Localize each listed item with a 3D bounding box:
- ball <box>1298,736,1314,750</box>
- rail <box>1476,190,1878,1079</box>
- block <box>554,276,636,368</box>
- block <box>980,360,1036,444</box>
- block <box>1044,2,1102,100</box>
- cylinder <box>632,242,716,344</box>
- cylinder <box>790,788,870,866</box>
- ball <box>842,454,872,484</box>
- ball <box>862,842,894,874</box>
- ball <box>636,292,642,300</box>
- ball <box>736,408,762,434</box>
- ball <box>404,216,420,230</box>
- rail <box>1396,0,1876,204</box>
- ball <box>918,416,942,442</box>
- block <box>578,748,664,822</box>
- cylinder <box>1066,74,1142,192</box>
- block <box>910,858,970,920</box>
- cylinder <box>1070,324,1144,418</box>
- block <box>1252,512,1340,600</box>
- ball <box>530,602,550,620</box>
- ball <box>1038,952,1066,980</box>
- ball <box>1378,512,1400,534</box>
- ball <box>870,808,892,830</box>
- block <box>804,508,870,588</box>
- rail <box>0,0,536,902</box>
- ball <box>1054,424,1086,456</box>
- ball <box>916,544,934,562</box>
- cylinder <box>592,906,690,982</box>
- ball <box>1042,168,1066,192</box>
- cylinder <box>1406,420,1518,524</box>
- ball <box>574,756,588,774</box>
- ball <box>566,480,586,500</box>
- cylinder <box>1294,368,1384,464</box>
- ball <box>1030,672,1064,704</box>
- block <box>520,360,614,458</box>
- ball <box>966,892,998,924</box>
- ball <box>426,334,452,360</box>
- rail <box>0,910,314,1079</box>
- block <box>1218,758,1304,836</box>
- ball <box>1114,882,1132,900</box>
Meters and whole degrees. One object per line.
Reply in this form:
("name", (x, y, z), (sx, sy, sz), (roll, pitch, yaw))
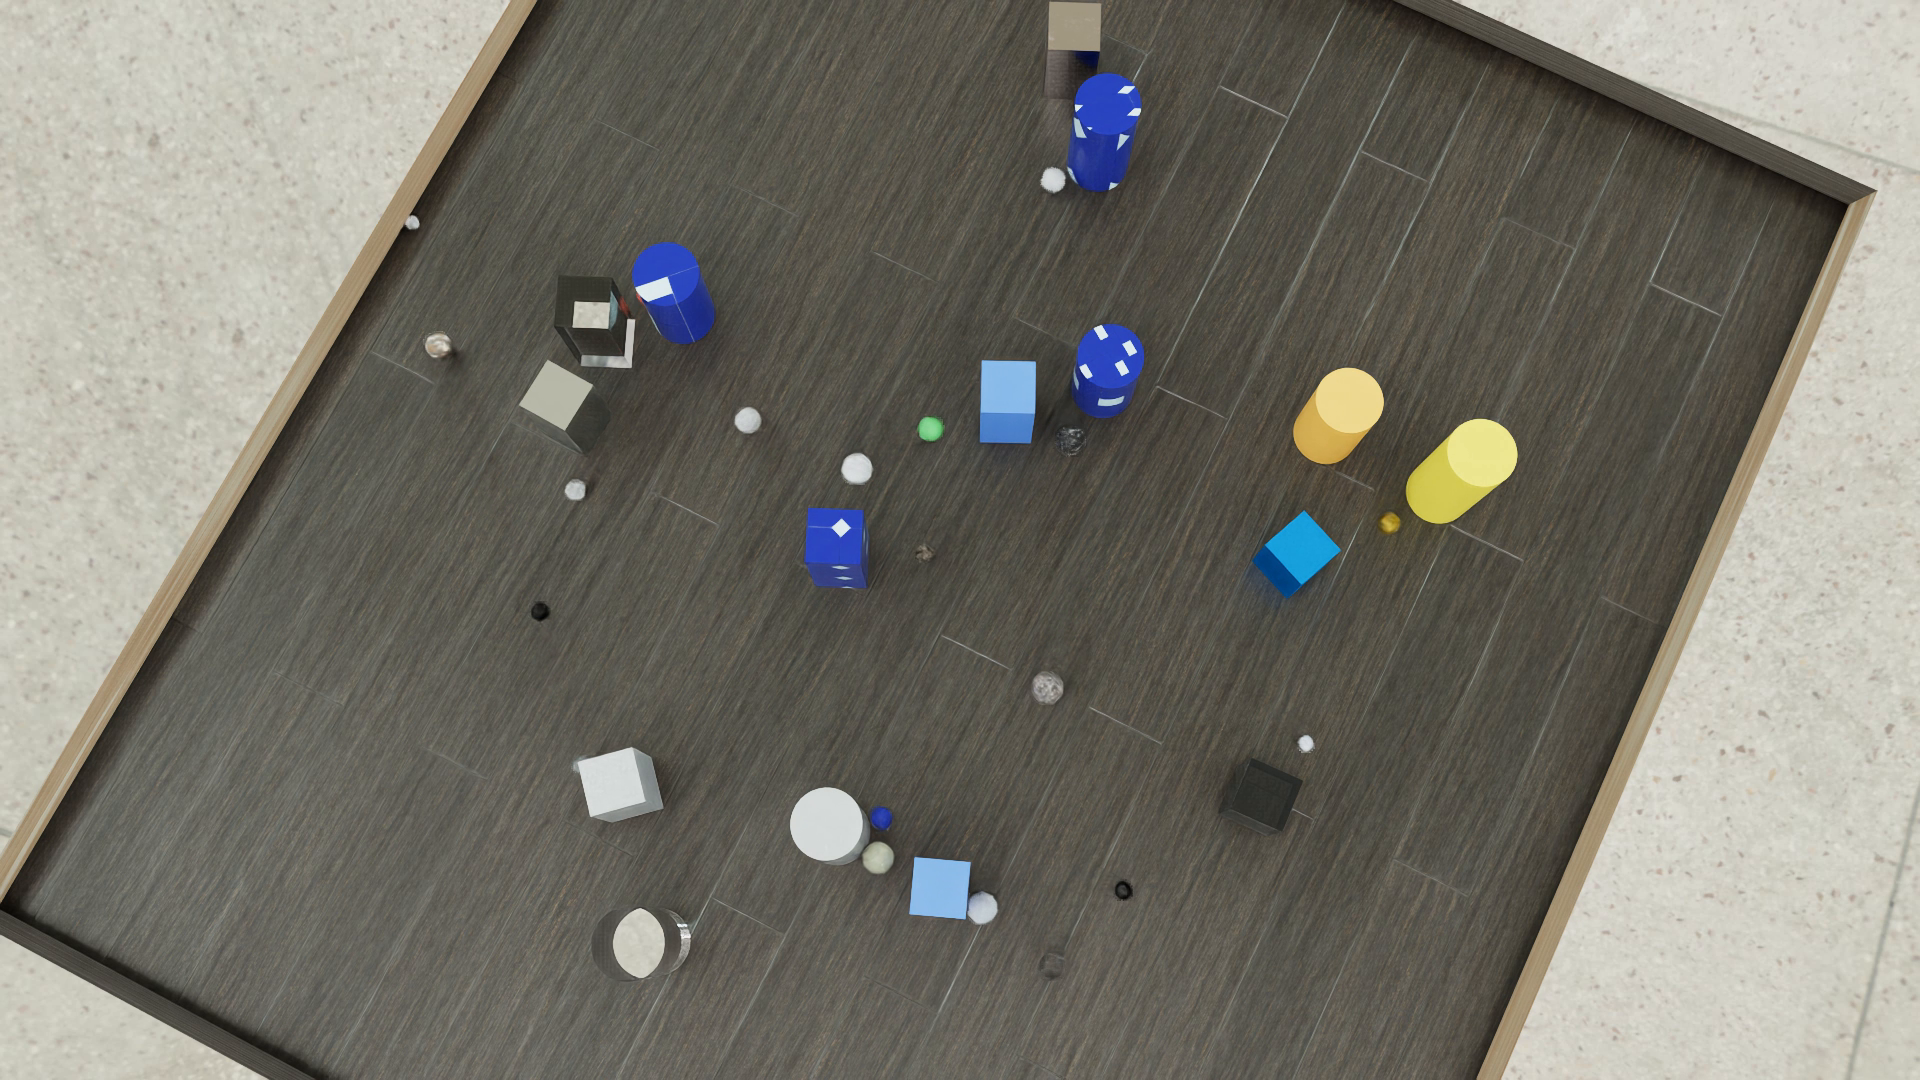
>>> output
("ball", (1.033, 0.606, 5.468), (0.045, 0.045, 0.045), (0, 78, 0))
("rail", (1.826, 0.901, 5.364), (0.045, 0.128, 4.538), (26, 80, 5))
("block", (-1.103, -0.658, 5.554), (0.158, 0.390, 0.158), (2, 78, 0))
("block", (0.142, -0.413, 5.528), (0.158, 0.341, 0.158), (1, 78, 0))
("block", (0.350, -1.532, 5.759), (0.158, 0.342, 0.158), (2, 78, 0))
("cylinder", (-0.868, -0.748, 5.585), (0.197, 0.366, 0.197), (0, 78, 0))
("cylinder", (-0.364, 0.819, 5.213), (0.197, 0.457, 0.197), (0, 78, 0))
("ball", (-0.315, -0.219, 5.614), (0.094, 0.094, 0.094), (0, 78, 0))
("ball", (-0.240, 0.933, 5.375), (0.094, 0.094, 0.094), (0, 78, 0))
("ball", (-0.993, -0.771, 5.754), (0.044, 0.044, 0.044), (0, 78, 0))
("ball", (-0.653, -0.368, 5.652), (0.079, 0.079, 0.079), (0, 78, 0))
("ball", (-1.734, -1.004, 5.802), (0.045, 0.045, 0.045), (0, 78, 0))
("rail", (1.004, -1.960, 5.956), (4.130, 0.128, 0.045), (26, 80, 5))
("ball", (-0.092, -0.342, 5.649), (0.076, 0.076, 0.076), (0, 78, 0))
("block", (-0.978, 0.711, 5.303), (0.158, 0.327, 0.158), (-15, 79, -3))
("cylinder", (0.440, -1.252, 5.655), (0.197, 0.432, 0.197), (0, 78, 0))
("block", (-0.056, 1.004, 5.277), (0.158, 0.258, 0.158), (5, 78, 1))
("cylinder", (0.444, -0.508, 5.554), (0.197, 0.328, 0.197), (0, 78, 0))
("block", (1.004, 0.047, 5.482), (0.158, 0.244, 0.158), (-40, 81, -8))
("ball", (-1.271, 0.216, 5.544), (0.055, 0.055, 0.055), (0, 78, 0))
("ball", (0.268, 1.238, 5.321), (0.077, 0.077, 0.077), (0, 78, 0))
("ball", (1.310, -0.052, 5.593), (0.067, 0.067, 0.067), (0, 78, 0))
("ball", (-0.232, 0.825, 5.412), (0.067, 0.067, 0.067), (0, 78, 0))
("block", (-0.359, 0.028, 5.412), (0.158, 0.388, 0.158), (2, 78, 0))
("rail", (-1.826, -0.887, 5.734), (0.045, 0.128, 4.538), (26, 80, 5))
("ball", (0.339, -0.308, 5.630), (0.098, 0.098, 0.098), (0, 78, 0))
("ball", (-0.104, 0.040, 5.580), (0.055, 0.055, 0.055), (0, 78, 0))
("cylinder", (-0.889, 1.130, 5.138), (0.197, 0.479, 0.197), (0, 78, 0))
("ball", (0.296, -1.141, 5.813), (0.077, 0.077, 0.077), (0, 78, 0))
("cylinder", (1.473, -0.196, 5.407), (0.197, 0.490, 0.197), (0, 78, 0))
("ball", (-1.123, 0.669, 5.451), (0.052, 0.052, 0.052), (0, 78, 0))
("ball", (-1.177, -0.154, 5.617), (0.063, 0.063, 0.063), (0, 78, 0))
("cylinder", (1.133, -0.369, 5.506), (0.197, 0.366, 0.197), (0, 78, 0))
("ball", (0.261, 0.441, 5.475), (0.099, 0.099, 0.099), (0, 78, 0))
("block", (-1.183, -0.392, 5.530), (0.158, 0.328, 0.158), (29, 80, 6))
("ball", (0.064, 1.073, 5.348), (0.091, 0.091, 0.091), (0, 78, 0))
("ball", (-1.621, -0.603, 5.700), (0.081, 0.081, 0.081), (0, 78, 0))
("rail", (-1.004, 1.974, 5.142), (4.130, 0.128, 0.045), (26, 80, 5))
("block", (0.871, 0.749, 5.327), (0.158, 0.263, 0.158), (24, 79, 5))
("ball", (0.478, 1.029, 5.378), (0.050, 0.050, 0.050), (0, 78, 0))
